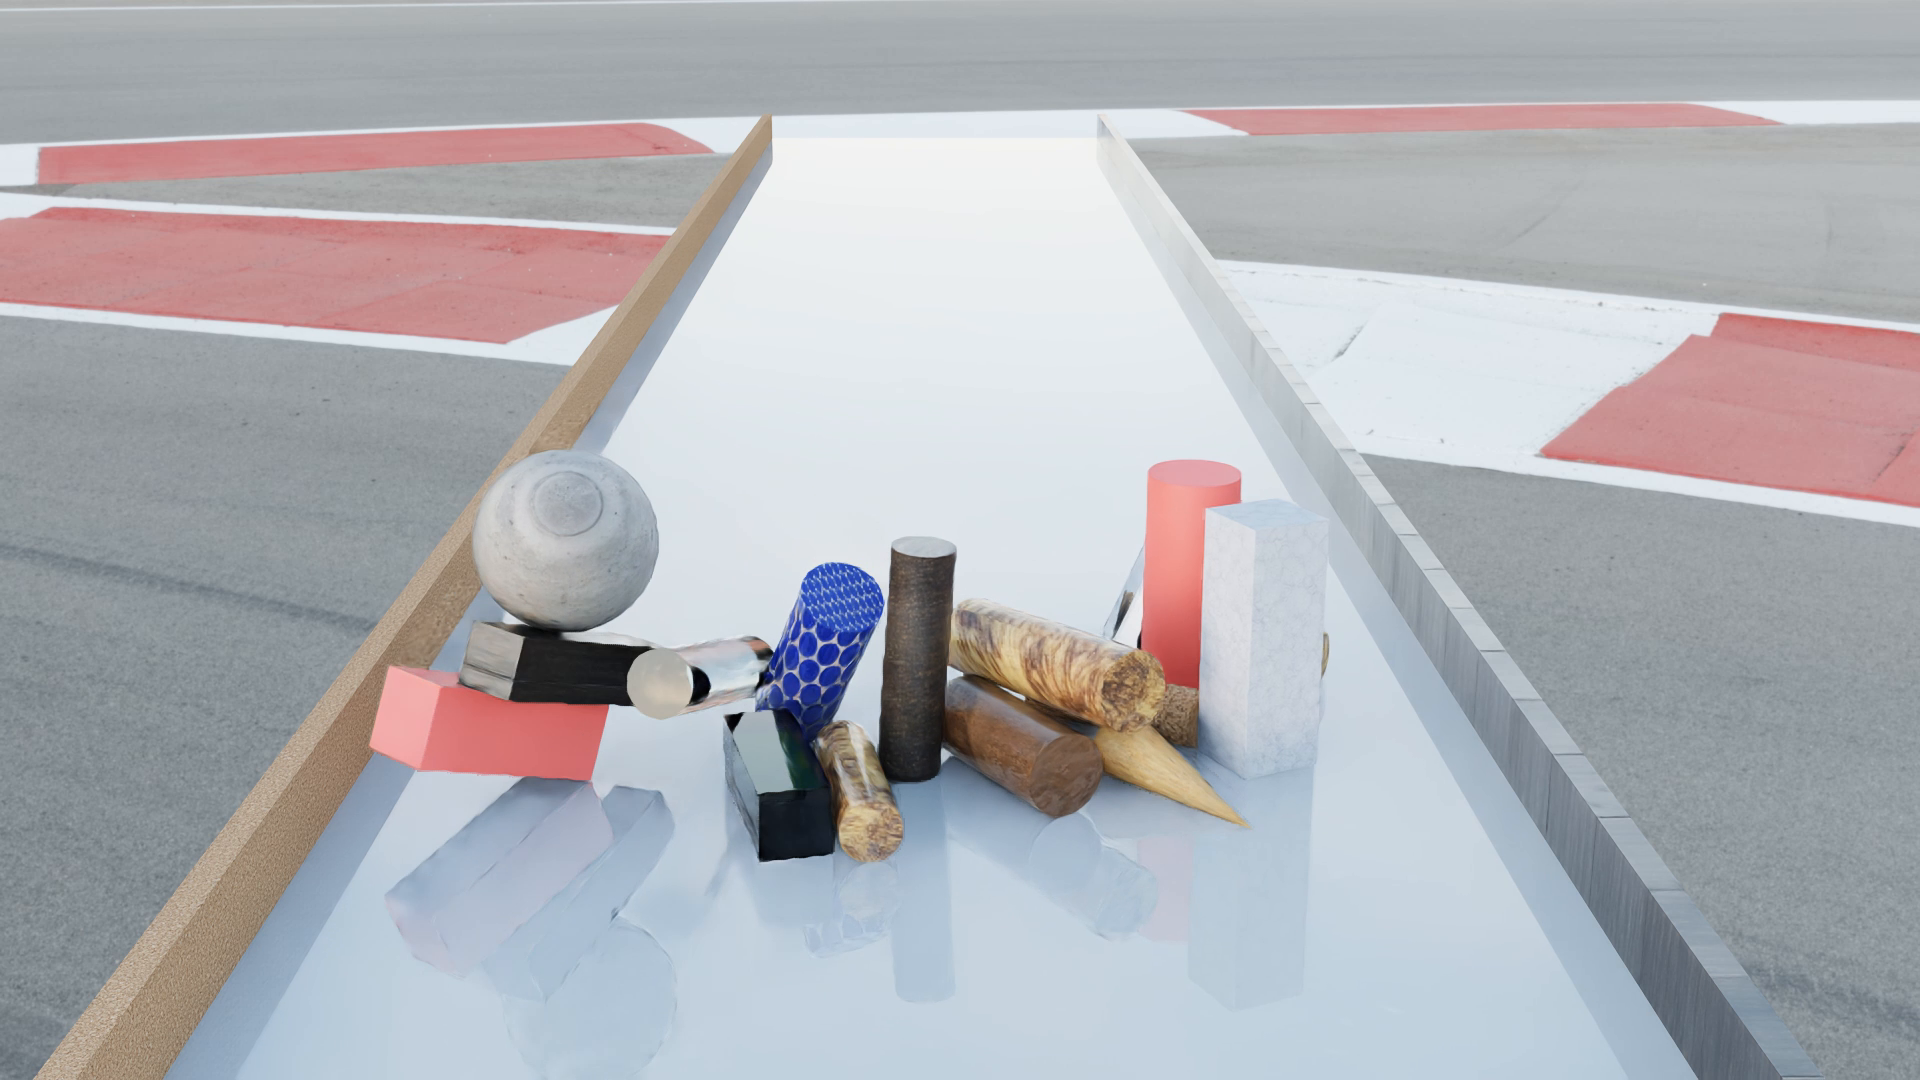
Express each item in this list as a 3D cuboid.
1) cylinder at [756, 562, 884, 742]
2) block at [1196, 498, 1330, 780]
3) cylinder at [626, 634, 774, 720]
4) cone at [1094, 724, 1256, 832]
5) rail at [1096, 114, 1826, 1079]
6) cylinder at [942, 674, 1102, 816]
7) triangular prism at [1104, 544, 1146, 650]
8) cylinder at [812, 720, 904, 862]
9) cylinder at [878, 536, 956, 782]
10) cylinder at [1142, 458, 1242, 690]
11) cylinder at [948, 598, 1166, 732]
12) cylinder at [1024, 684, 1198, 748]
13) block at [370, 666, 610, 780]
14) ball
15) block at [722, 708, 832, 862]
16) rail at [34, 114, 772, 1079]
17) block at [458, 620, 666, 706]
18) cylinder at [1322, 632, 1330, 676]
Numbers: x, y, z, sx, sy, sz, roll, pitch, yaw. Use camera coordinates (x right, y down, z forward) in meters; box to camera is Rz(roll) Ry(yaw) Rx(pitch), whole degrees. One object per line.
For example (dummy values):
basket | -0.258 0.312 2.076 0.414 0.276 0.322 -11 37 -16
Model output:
cylinder | -0.252 0.203 3.887 0.147 0.363 0.147 10 51 -13
block | 0.529 0.171 3.857 0.152 0.452 0.152 -8 19 -26
cylinder | -0.450 0.238 3.892 0.119 0.119 0.442 4 2 13
cone | 0.380 0.415 3.727 0.123 0.123 0.333 -14 32 -38
rail | 0.932 -0.844 7.801 0.050 0.150 12.000 0 17 -1
cylinder | 0.092 0.351 3.794 0.145 0.145 0.334 -10 19 -29
triangular prism | 0.367 0.081 4.313 0.115 0.344 0.099 -2 42 -32
cylinder | -0.172 0.413 3.655 0.105 0.105 0.359 -3 17 -10
cylinder | -0.076 0.206 3.793 0.112 0.414 0.112 4 19 -1
cylinder | 0.428 0.092 4.106 0.172 0.456 0.172 1 19 0
cylinder | 0.156 0.214 3.862 0.142 0.142 0.455 -12 17 -34
cylinder | 0.291 0.298 4.042 0.340 0.105 0.105 10 19 31
block | -0.789 0.312 3.715 0.138 0.138 0.374 15 2 38
ball | -0.664 0.001 3.712 0.311 0.311 0.311 0 17 0
block | -0.307 0.403 3.663 0.118 0.118 0.357 -4 17 -14
rail | -1.118 -0.838 7.780 0.050 0.150 12.000 0 17 -1
block | -0.668 0.215 3.766 0.107 0.107 0.432 15 2 27
cylinder | 0.537 0.201 4.375 0.380 0.100 0.100 9 19 28
